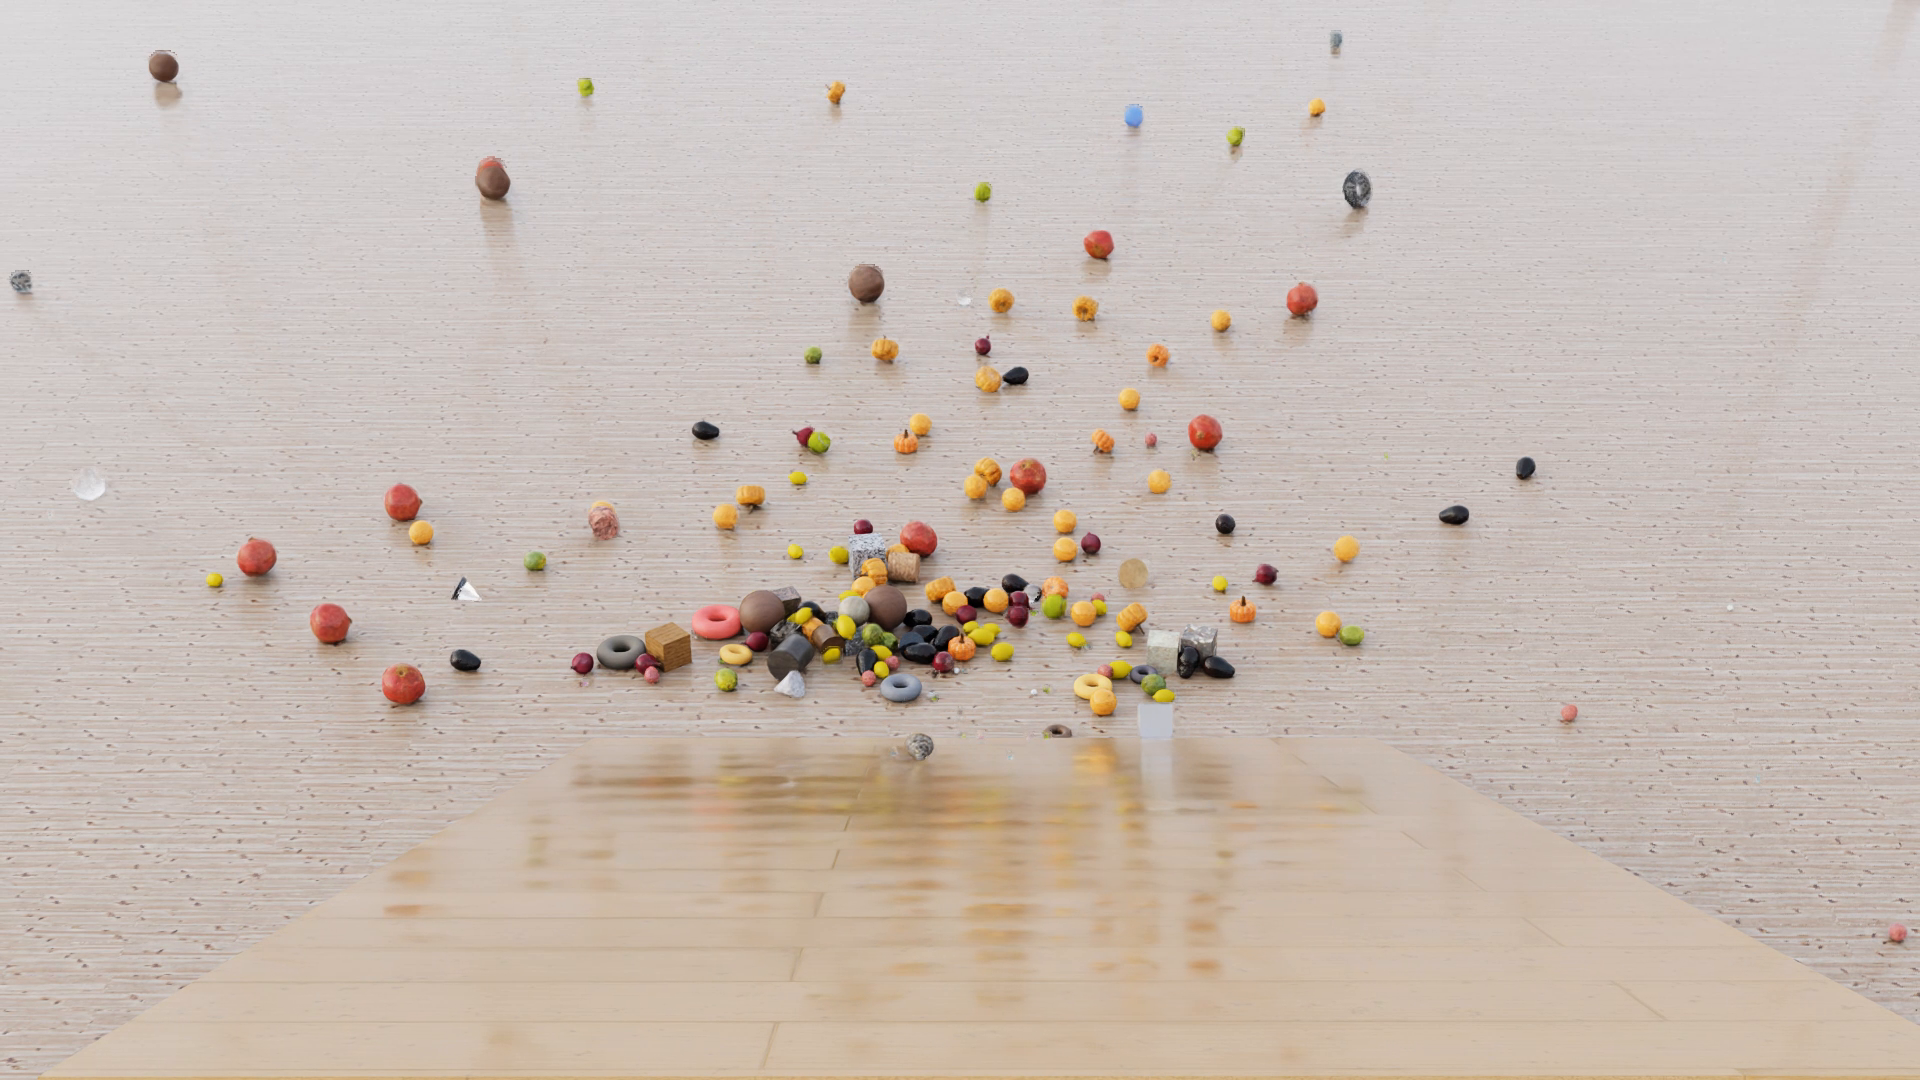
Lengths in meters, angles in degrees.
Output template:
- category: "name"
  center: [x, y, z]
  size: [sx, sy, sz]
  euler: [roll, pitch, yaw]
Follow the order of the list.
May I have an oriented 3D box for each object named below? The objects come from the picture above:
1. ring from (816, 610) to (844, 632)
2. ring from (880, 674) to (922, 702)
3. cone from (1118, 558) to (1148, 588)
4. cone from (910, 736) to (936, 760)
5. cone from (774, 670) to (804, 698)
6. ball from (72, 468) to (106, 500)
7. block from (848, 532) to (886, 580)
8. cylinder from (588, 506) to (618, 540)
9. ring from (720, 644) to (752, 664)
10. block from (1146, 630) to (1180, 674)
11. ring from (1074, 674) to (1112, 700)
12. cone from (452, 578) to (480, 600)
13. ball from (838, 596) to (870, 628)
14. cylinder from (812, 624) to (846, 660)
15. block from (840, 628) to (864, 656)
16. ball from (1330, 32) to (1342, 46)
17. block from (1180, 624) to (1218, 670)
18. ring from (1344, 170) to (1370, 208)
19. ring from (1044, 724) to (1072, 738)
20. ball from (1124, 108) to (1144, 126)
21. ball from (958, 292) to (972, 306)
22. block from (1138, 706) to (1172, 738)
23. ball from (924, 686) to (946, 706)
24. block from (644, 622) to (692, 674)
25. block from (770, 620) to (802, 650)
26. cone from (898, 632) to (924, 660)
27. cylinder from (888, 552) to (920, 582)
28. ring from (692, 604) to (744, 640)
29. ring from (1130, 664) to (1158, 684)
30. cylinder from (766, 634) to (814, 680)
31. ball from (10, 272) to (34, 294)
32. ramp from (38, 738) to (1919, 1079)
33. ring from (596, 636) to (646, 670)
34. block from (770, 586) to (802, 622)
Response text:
- category: "ring"
  center: [-0.363, 0.231, 7.280]
  size: [0.089, 0.030, 0.089]
  euler: [1, 32, 0]
- category: "ring"
  center: [-0.158, 0.398, 6.964]
  size: [0.114, 0.038, 0.114]
  euler: [-1, 28, 1]
- category: "cone"
  center: [0.486, 0.096, 7.516]
  size: [0.091, 0.091, 0.091]
  euler: [-11, 4, -19]
- category: "cone"
  center: [-0.094, 0.497, 6.029]
  size: [0.065, 0.065, 0.065]
  euler: [6, 9, 10]
- category: "cone"
  center: [-0.473, 0.396, 6.970]
  size: [0.078, 0.078, 0.078]
  euler: [-17, 20, 27]
- category: "ball"
  center: [-2.680, -0.172, 7.949]
  size: [0.099, 0.099, 0.099]
  euler: [0, 28, 0]
- category: "block"
  center: [-0.272, 0.047, 7.550]
  size: [0.096, 0.096, 0.096]
  euler: [-5, 29, -8]
- category: "cylinder"
  center: [-1.071, -0.052, 7.752]
  size: [0.077, 0.077, 0.077]
  euler: [-9, 30, -17]
- category: "ring"
  center: [-0.617, 0.315, 7.114]
  size: [0.092, 0.031, 0.092]
  euler: [9, 22, -4]
- category: "block"
  center: [0.556, 0.307, 7.083]
  size: [0.084, 0.084, 0.084]
  euler: [4, 29, 8]
- category: "ring"
  center: [0.359, 0.396, 6.971]
  size: [0.105, 0.035, 0.105]
  euler: [-1, 28, 1]
- category: "cone"
  center: [-1.407, 0.155, 7.415]
  size: [0.076, 0.076, 0.076]
  euler: [28, 30, -4]
- category: "ball"
  center: [-0.295, 0.199, 7.180]
  size: [0.090, 0.090, 0.090]
  euler: [0, 28, 0]
- category: "cylinder"
  center: [-0.364, 0.282, 7.141]
  size: [0.073, 0.073, 0.073]
  euler: [-12, 31, -21]
- category: "block"
  center: [-0.299, 0.282, 7.160]
  size: [0.054, 0.054, 0.054]
  euler: [-9, 30, -16]
- category: "ball"
  center: [1.737, -2.314, 11.939]
  size: [0.061, 0.061, 0.061]
  euler: [0, 28, 0]
- category: "block"
  center: [0.656, 0.293, 7.108]
  size: [0.084, 0.084, 0.084]
  euler: [8, 30, 15]
- category: "ring"
  center: [1.555, -1.372, 10.122]
  size: [0.049, 0.147, 0.147]
  euler: [1, 21, 46]
- category: "ring"
  center: [0.256, 0.509, 6.773]
  size: [0.075, 0.025, 0.075]
  euler: [-1, 30, 0]
- category: "ball"
  center: [0.737, -1.793, 10.955]
  size: [0.083, 0.083, 0.083]
  euler: [0, 28, 0]
- category: "ball"
  center: [0.015, -0.867, 9.282]
  size: [0.050, 0.050, 0.050]
  euler: [0, 28, 0]
- category: "block"
  center: [0.504, 0.468, 6.669]
  size: [0.083, 0.083, 0.083]
  euler: [0, -3, 0]
- category: "ball"
  center: [-0.068, 0.422, 6.929]
  size: [0.056, 0.056, 0.056]
  euler: [0, 28, 0]
- category: "block"
  center: [-0.801, 0.295, 7.100]
  size: [0.090, 0.090, 0.090]
  euler: [-21, 35, -34]
- category: "block"
  center: [-0.481, 0.269, 7.174]
  size: [0.064, 0.064, 0.064]
  euler: [14, 31, 24]
- category: "cone"
  center: [-0.152, 0.294, 7.156]
  size: [0.081, 0.081, 0.081]
  euler: [-18, 7, -30]
- category: "cylinder"
  center: [-0.164, 0.078, 7.508]
  size: [0.082, 0.082, 0.082]
  euler: [4, 29, 8]
- category: "ring"
  center: [-0.680, 0.230, 7.261]
  size: [0.150, 0.050, 0.150]
  euler: [1, 27, 0]
- category: "ring"
  center: [0.500, 0.367, 7.034]
  size: [0.078, 0.026, 0.078]
  euler: [-1, 29, 1]
- category: "cylinder"
  center: [-0.462, 0.321, 7.044]
  size: [0.096, 0.096, 0.096]
  euler: [11, 30, 19]
- category: "ball"
  center: [-3.404, -0.934, 9.377]
  size: [0.077, 0.077, 0.077]
  euler: [0, 28, 0]
- category: "ramp"
  center: [0.064, 0.575, 4.618]
  size: [2.000, 0.100, 4.000]
  euler: [0, 1, 0]
- category: "ring"
  center: [-0.932, 0.309, 7.120]
  size: [0.139, 0.046, 0.139]
  euler: [-1, 29, 0]
- category: "block"
  center: [-0.494, 0.184, 7.324]
  size: [0.071, 0.071, 0.071]
  euler: [-12, 31, -21]
